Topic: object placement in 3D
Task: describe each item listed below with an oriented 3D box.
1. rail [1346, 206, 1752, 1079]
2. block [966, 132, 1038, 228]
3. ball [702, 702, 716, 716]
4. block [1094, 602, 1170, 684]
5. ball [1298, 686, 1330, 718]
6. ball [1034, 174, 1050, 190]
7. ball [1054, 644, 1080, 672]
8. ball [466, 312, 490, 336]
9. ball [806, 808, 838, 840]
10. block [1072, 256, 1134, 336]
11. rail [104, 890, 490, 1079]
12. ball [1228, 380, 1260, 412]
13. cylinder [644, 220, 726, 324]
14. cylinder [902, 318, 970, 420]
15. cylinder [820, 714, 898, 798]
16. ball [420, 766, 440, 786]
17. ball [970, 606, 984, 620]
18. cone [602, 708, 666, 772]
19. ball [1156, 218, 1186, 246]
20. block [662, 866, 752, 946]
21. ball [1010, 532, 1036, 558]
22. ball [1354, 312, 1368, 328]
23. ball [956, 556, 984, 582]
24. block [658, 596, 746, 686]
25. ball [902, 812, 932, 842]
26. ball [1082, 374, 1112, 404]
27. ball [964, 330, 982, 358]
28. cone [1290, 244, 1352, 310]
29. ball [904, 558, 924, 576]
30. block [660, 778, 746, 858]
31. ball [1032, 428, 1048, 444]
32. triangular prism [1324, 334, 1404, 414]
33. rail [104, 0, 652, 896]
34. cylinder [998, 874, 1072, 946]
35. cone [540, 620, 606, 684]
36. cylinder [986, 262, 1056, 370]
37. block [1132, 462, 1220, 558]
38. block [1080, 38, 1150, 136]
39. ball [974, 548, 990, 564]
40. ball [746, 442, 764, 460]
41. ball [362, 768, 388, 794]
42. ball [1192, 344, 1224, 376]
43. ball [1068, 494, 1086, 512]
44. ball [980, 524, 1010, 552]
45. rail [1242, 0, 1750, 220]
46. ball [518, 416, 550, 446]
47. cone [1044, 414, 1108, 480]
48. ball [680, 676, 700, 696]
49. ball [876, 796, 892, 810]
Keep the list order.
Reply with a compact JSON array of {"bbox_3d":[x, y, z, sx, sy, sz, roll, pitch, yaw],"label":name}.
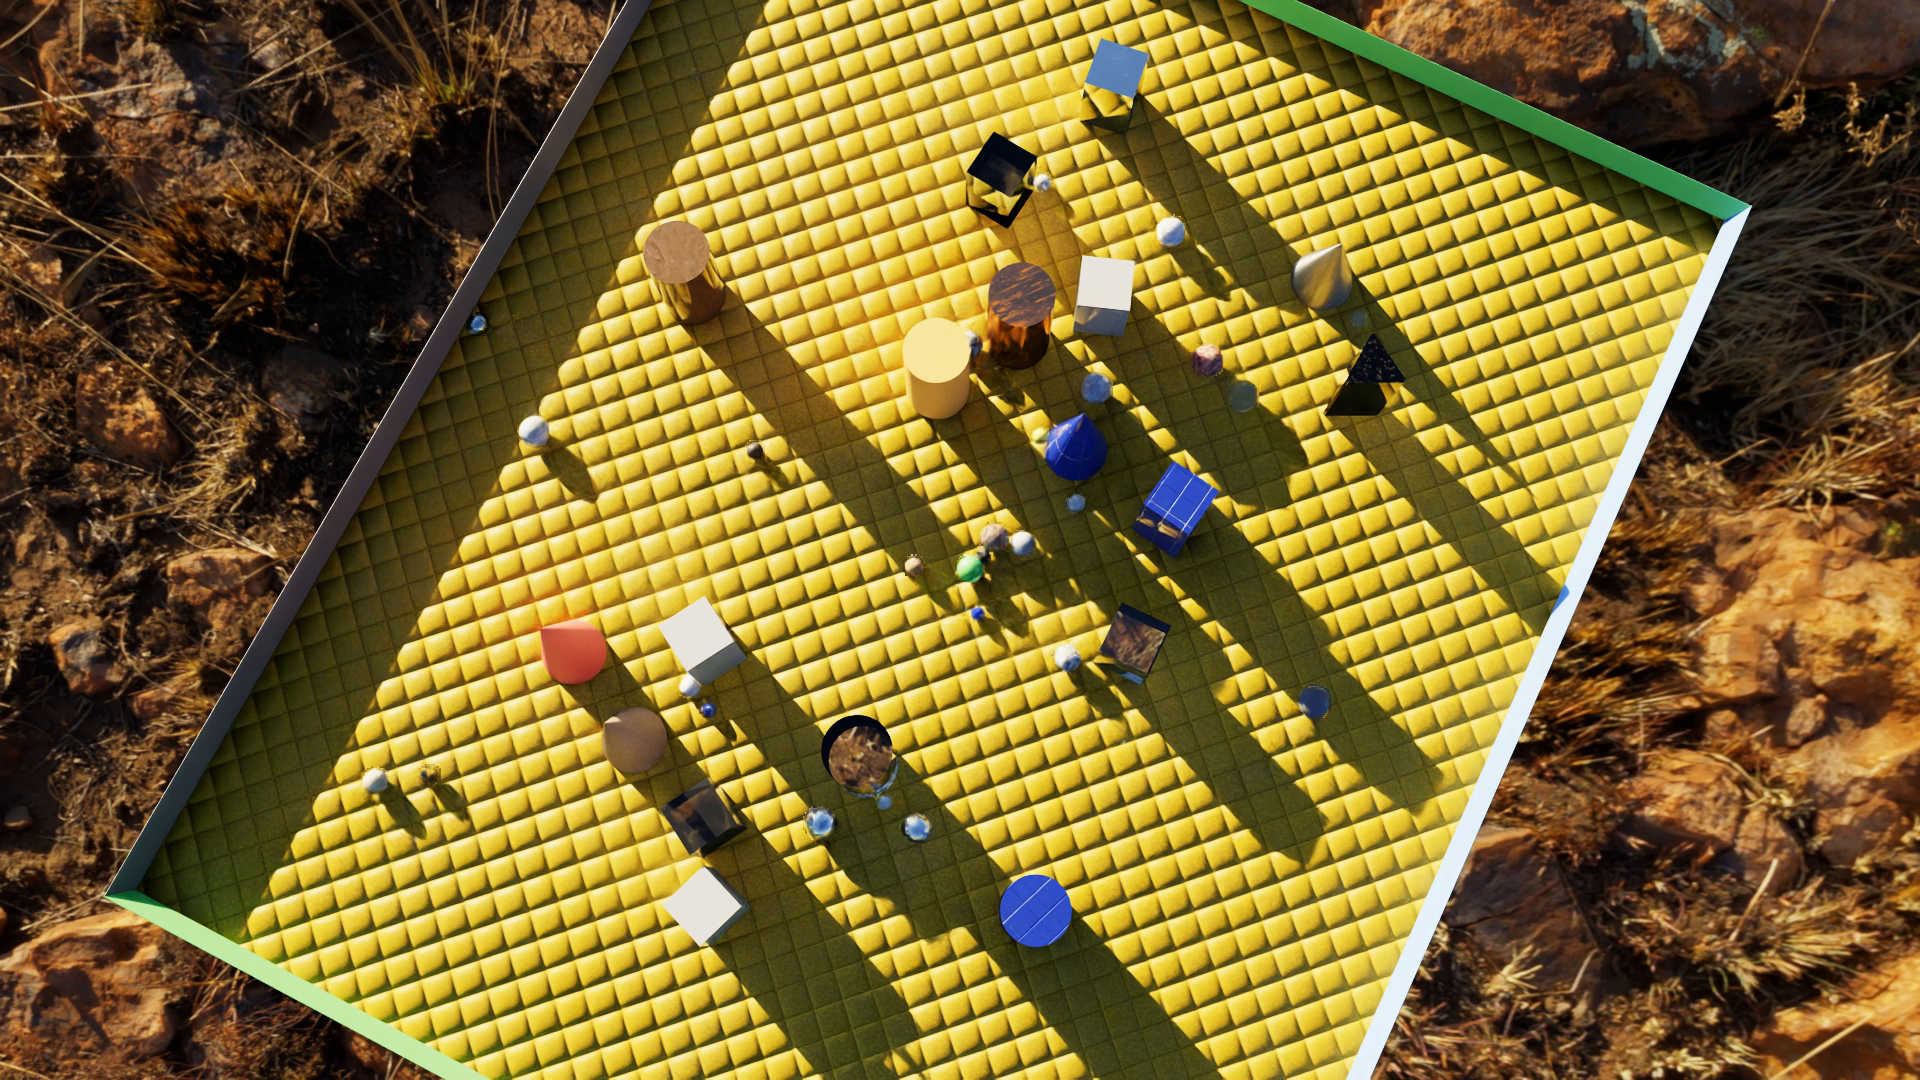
[{"bbox_3d":[1.529,0.755,5.394,0.045,0.128,4.092,26,80,5],"label":"rail"},{"bbox_3d":[0.128,-1.120,5.717,0.158,0.257,0.158,32,80,6],"label":"block"},{"bbox_3d":[-0.754,0.506,5.490,0.042,0.042,0.042,0,78,0],"label":"ball"},{"bbox_3d":[0.508,0.309,5.429,0.158,0.243,0.158,25,79,5],"label":"block"},{"bbox_3d":[1.056,0.486,5.468,0.094,0.094,0.094,0,78,0],"label":"ball"},{"bbox_3d":[0.263,-1.137,5.825,0.052,0.052,0.052,0,78,0],"label":"ball"},{"bbox_3d":[0.322,0.354,5.502,0.080,0.080,0.080,0,78,0],"label":"ball"},{"bbox_3d":[-1.504,-0.675,5.721,0.069,0.069,0.069,0,78,0],"label":"ball"},{"bbox_3d":[-0.409,0.834,5.396,0.094,0.094,0.094,0,78,0],"label":"ball"},{"bbox_3d":[0.440,-0.749,5.644,0.158,0.250,0.158,6,78,1],"label":"block"},{"bbox_3d":[-0.904,1.778,5.182,3.466,0.128,0.045,26,80,5],"label":"rail"},{"bbox_3d":[0.875,-0.446,5.659,0.099,0.099,0.099,0,78,0],"label":"ball"},{"bbox_3d":[-0.837,-0.811,5.591,0.197,0.379,0.197,0,78,0],"label":"cylinder"},{"bbox_3d":[-0.069,-0.512,5.521,0.197,0.394,0.197,0,78,0],"label":"cylinder"},{"bbox_3d":[-0.282,0.624,5.248,0.197,0.469,0.197,0,78,0],"label":"cylinder"},{"bbox_3d":[-1.575,0.702,5.441,0.058,0.058,0.058,0,78,0],"label":"ball"},{"bbox_3d":[0.053,0.223,5.549,0.043,0.043,0.043,0,78,0],"label":"ball"},{"bbox_3d":[-0.977,0.550,5.260,0.197,0.476,0.197,0,78,0],"label":"cone"},{"bbox_3d":[0.664,-0.970,5.770,0.093,0.093,0.093,0,78,0],"label":"ball"},{"bbox_3d":[-0.726,1.053,5.273,0.158,0.247,0.158,-44,82,-8],"label":"block"},{"bbox_3d":[0.192,0.013,5.574,0.079,0.079,0.079,0,78,0],"label":"ball"},{"bbox_3d":[1.254,-0.689,5.736,0.045,0.045,0.045,0,78,0],"label":"ball"},{"bbox_3d":[0.031,0.089,5.550,0.081,0.081,0.081,0,78,0],"label":"ball"},{"bbox_3d":[-0.751,0.301,5.379,0.158,0.344,0.158,-33,80,-6],"label":"block"},{"bbox_3d":[-0.128,0.848,5.396,0.088,0.088,0.088,0,78,0],"label":"ball"},{"bbox_3d":[0.421,-0.465,5.665,0.094,0.094,0.094,0,78,0],"label":"ball"},{"bbox_3d":[0.027,-0.608,5.699,0.085,0.085,0.085,0,78,0],"label":"ball"},{"bbox_3d":[1.142,-0.854,5.629,0.197,0.323,0.197,0,78,0],"label":"cone"},{"bbox_3d":[-0.139,0.081,5.570,0.058,0.058,0.058,0,78,0],"label":"ball"},{"bbox_3d":[-0.740,0.808,5.314,0.158,0.265,0.158,-33,80,-7],"label":"block"},{"bbox_3d":[0.247,-0.318,5.641,0.051,0.051,0.051,0,78,0],"label":"ball"},{"bbox_3d":[1.214,-0.499,5.538,0.171,0.356,0.148,0,78,0],"label":"triangular prism"},{"bbox_3d":[-1.529,-0.742,5.704,0.045,0.128,4.092,26,80,5],"label":"rail"},{"bbox_3d":[0.210,1.057,5.224,0.197,0.340,0.197,0,78,0],"label":"cylinder"},{"bbox_3d":[-1.168,0.292,5.319,0.197,0.465,0.197,0,78,0],"label":"cone"},{"bbox_3d":[0.180,-0.671,5.539,0.197,0.425,0.197,0,78,0],"label":"cylinder"},{"bbox_3d":[0.638,-0.087,5.454,0.158,0.354,0.158,35,80,7],"label":"block"},{"bbox_3d":[0.483,-1.424,5.772,0.158,0.273,0.158,19,79,4],"label":"block"},{"bbox_3d":[0.069,0.050,5.582,0.047,0.047,0.047,0,78,0],"label":"ball"},{"bbox_3d":[-0.631,-0.274,5.647,0.052,0.052,0.052,0,78,0],"label":"ball"},{"bbox_3d":[-1.733,0.715,5.431,0.073,0.073,0.073,0,78,0],"label":"ball"},{"bbox_3d":[0.768,-0.558,5.683,0.097,0.097,0.097,0,78,0],"label":"ball"},{"bbox_3d":[0.358,-0.113,5.612,0.056,0.056,0.056,0,78,0],"label":"ball"},{"bbox_3d":[0.106,-0.006,5.573,0.088,0.088,0.088,0,78,0],"label":"ball"},{"bbox_3d":[0.904,-1.764,5.915,3.466,0.128,0.045,26,80,5],"label":"rail"},{"bbox_3d":[-1.309,-0.335,5.638,0.094,0.094,0.094,0,78,0],"label":"ball"},{"bbox_3d":[0.358,-0.322,5.467,0.197,0.423,0.197,0,78,0],"label":"cone"},{"bbox_3d":[-0.809,0.439,5.494,0.062,0.062,0.062,0,78,0],"label":"ball"},{"bbox_3d":[-0.225,0.779,5.434,0.043,0.043,0.043,0,78,0],"label":"ball"}]
